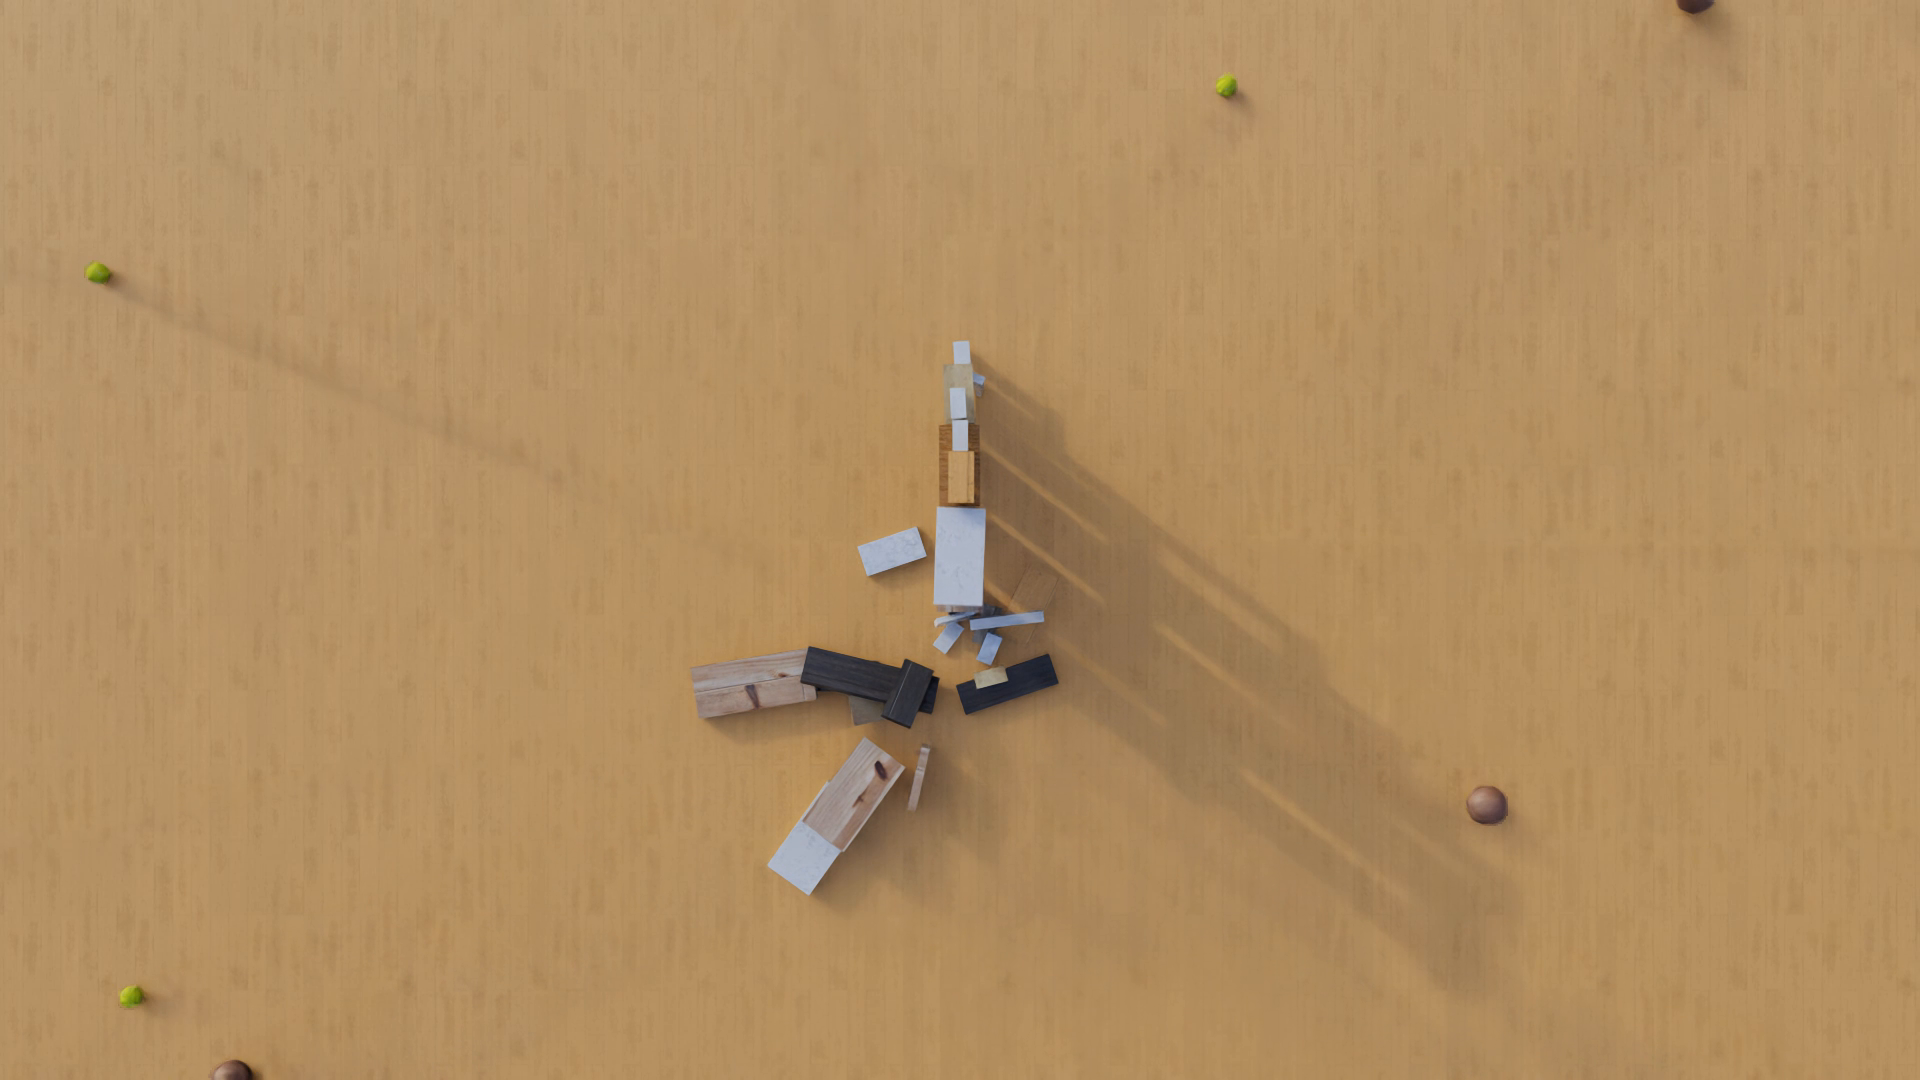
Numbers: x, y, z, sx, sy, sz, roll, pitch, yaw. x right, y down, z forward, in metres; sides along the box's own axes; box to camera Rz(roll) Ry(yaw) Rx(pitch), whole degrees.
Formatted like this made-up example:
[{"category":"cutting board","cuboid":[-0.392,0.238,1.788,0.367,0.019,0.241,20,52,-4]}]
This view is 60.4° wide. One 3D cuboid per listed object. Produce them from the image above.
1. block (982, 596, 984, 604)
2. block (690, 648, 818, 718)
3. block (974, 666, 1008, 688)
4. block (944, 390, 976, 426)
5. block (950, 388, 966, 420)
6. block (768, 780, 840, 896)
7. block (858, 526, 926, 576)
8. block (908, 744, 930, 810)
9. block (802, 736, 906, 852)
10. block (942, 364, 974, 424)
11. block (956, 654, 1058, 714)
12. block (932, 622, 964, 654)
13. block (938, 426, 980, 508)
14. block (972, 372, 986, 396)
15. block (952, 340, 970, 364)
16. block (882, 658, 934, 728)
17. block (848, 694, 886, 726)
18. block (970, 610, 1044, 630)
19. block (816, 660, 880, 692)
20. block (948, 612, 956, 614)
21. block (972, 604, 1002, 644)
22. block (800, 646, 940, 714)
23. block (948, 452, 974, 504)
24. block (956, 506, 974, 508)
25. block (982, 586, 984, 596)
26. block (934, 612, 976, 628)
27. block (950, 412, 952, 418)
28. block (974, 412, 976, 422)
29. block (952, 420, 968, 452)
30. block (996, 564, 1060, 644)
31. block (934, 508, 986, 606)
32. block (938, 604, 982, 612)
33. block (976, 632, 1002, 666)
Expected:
[{"category":"block","cuboid":[0.002,0.179,5.357,0.143,0.286,0.041,0,90,0]},{"category":"block","cuboid":[-0.682,0.475,5.476,0.395,0.048,0.171,-9,90,0]},{"category":"block","cuboid":[0.101,0.454,5.463,0.106,0.015,0.053,-15,90,0]},{"category":"block","cuboid":[-0.002,-0.375,5.278,0.103,0.029,0.207,0,90,0]},{"category":"block","cuboid":[-0.005,-0.411,4.957,0.046,0.013,0.092,-3,90,0]},{"category":"block","cuboid":[-0.469,0.987,5.476,0.171,0.048,0.342,36,90,0]},{"category":"block","cuboid":[-0.225,0.038,5.485,0.208,0.029,0.104,-19,90,0]},{"category":"block","cuboid":[-0.136,0.782,5.448,0.029,0.104,0.208,13,90,0]},{"category":"block","cuboid":[-0.351,0.837,5.432,0.171,0.048,0.342,37,75,0]},{"category":"block","cuboid":[-0.004,-0.449,5.068,0.091,0.026,0.183,-2,90,0]},{"category":"block","cuboid":[0.157,0.480,5.485,0.326,0.029,0.103,-19,90,0]},{"category":"block","cuboid":[-0.038,0.322,5.492,0.053,0.015,0.106,37,90,0]},{"category":"block","cuboid":[-0.001,-0.224,5.000,0.123,0.035,0.247,0,90,0]},{"category":"block","cuboid":[0.032,-0.507,5.290,0.091,0.419,0.026,24,90,0]},{"category":"block","cuboid":[0.007,-0.596,5.387,0.053,0.015,0.105,-4,90,0]},{"category":"block","cuboid":[-0.172,0.503,5.402,0.104,0.029,0.208,23,66,-1]},{"category":"block","cuboid":[-0.261,0.543,5.458,0.205,0.029,0.103,-11,92,-14]},{"category":"block","cuboid":[0.152,0.262,5.406,0.239,0.120,0.034,-7,90,0]},{"category":"block","cuboid":[-0.374,0.452,5.485,0.205,0.029,0.103,1,90,0]},{"category":"block","cuboid":[-0.006,0.229,5.432,0.068,0.135,0.019,-14,80,0]},{"category":"block","cuboid":[0.091,0.283,5.490,0.068,0.019,0.135,16,90,0]},{"category":"block","cuboid":[-0.296,0.462,5.431,0.445,0.034,0.120,14,67,-5]},{"category":"block","cuboid":[0.003,-0.184,4.821,0.075,0.021,0.150,0,90,0]},{"category":"block","cuboid":[-0.004,-0.165,5.282,0.102,0.029,0.203,0,90,0]},{"category":"block","cuboid":[-0.001,0.140,5.030,0.143,0.286,0.041,2,90,0]},{"category":"block","cuboid":[-0.015,0.258,5.453,0.135,0.068,0.019,-14,79,-11]},{"category":"block","cuboid":[-0.005,-0.380,5.009,0.046,0.092,0.013,-2,90,0]},{"category":"block","cuboid":[0.001,-0.383,5.172,0.091,0.183,0.026,0,90,0]},{"category":"block","cuboid":[0.001,-0.309,4.885,0.045,0.013,0.091,0,90,0]},{"category":"block","cuboid":[0.229,0.214,5.483,0.120,0.034,0.239,26,90,0]},{"category":"block","cuboid":[-0.001,0.049,4.867,0.143,0.041,0.286,2,90,0]},{"category":"block","cuboid":[0.002,0.083,5.194,0.143,0.041,0.286,1,90,0]},{"category":"block","cuboid":[0.098,0.359,5.474,0.053,0.015,0.106,22,110,-2]}]
